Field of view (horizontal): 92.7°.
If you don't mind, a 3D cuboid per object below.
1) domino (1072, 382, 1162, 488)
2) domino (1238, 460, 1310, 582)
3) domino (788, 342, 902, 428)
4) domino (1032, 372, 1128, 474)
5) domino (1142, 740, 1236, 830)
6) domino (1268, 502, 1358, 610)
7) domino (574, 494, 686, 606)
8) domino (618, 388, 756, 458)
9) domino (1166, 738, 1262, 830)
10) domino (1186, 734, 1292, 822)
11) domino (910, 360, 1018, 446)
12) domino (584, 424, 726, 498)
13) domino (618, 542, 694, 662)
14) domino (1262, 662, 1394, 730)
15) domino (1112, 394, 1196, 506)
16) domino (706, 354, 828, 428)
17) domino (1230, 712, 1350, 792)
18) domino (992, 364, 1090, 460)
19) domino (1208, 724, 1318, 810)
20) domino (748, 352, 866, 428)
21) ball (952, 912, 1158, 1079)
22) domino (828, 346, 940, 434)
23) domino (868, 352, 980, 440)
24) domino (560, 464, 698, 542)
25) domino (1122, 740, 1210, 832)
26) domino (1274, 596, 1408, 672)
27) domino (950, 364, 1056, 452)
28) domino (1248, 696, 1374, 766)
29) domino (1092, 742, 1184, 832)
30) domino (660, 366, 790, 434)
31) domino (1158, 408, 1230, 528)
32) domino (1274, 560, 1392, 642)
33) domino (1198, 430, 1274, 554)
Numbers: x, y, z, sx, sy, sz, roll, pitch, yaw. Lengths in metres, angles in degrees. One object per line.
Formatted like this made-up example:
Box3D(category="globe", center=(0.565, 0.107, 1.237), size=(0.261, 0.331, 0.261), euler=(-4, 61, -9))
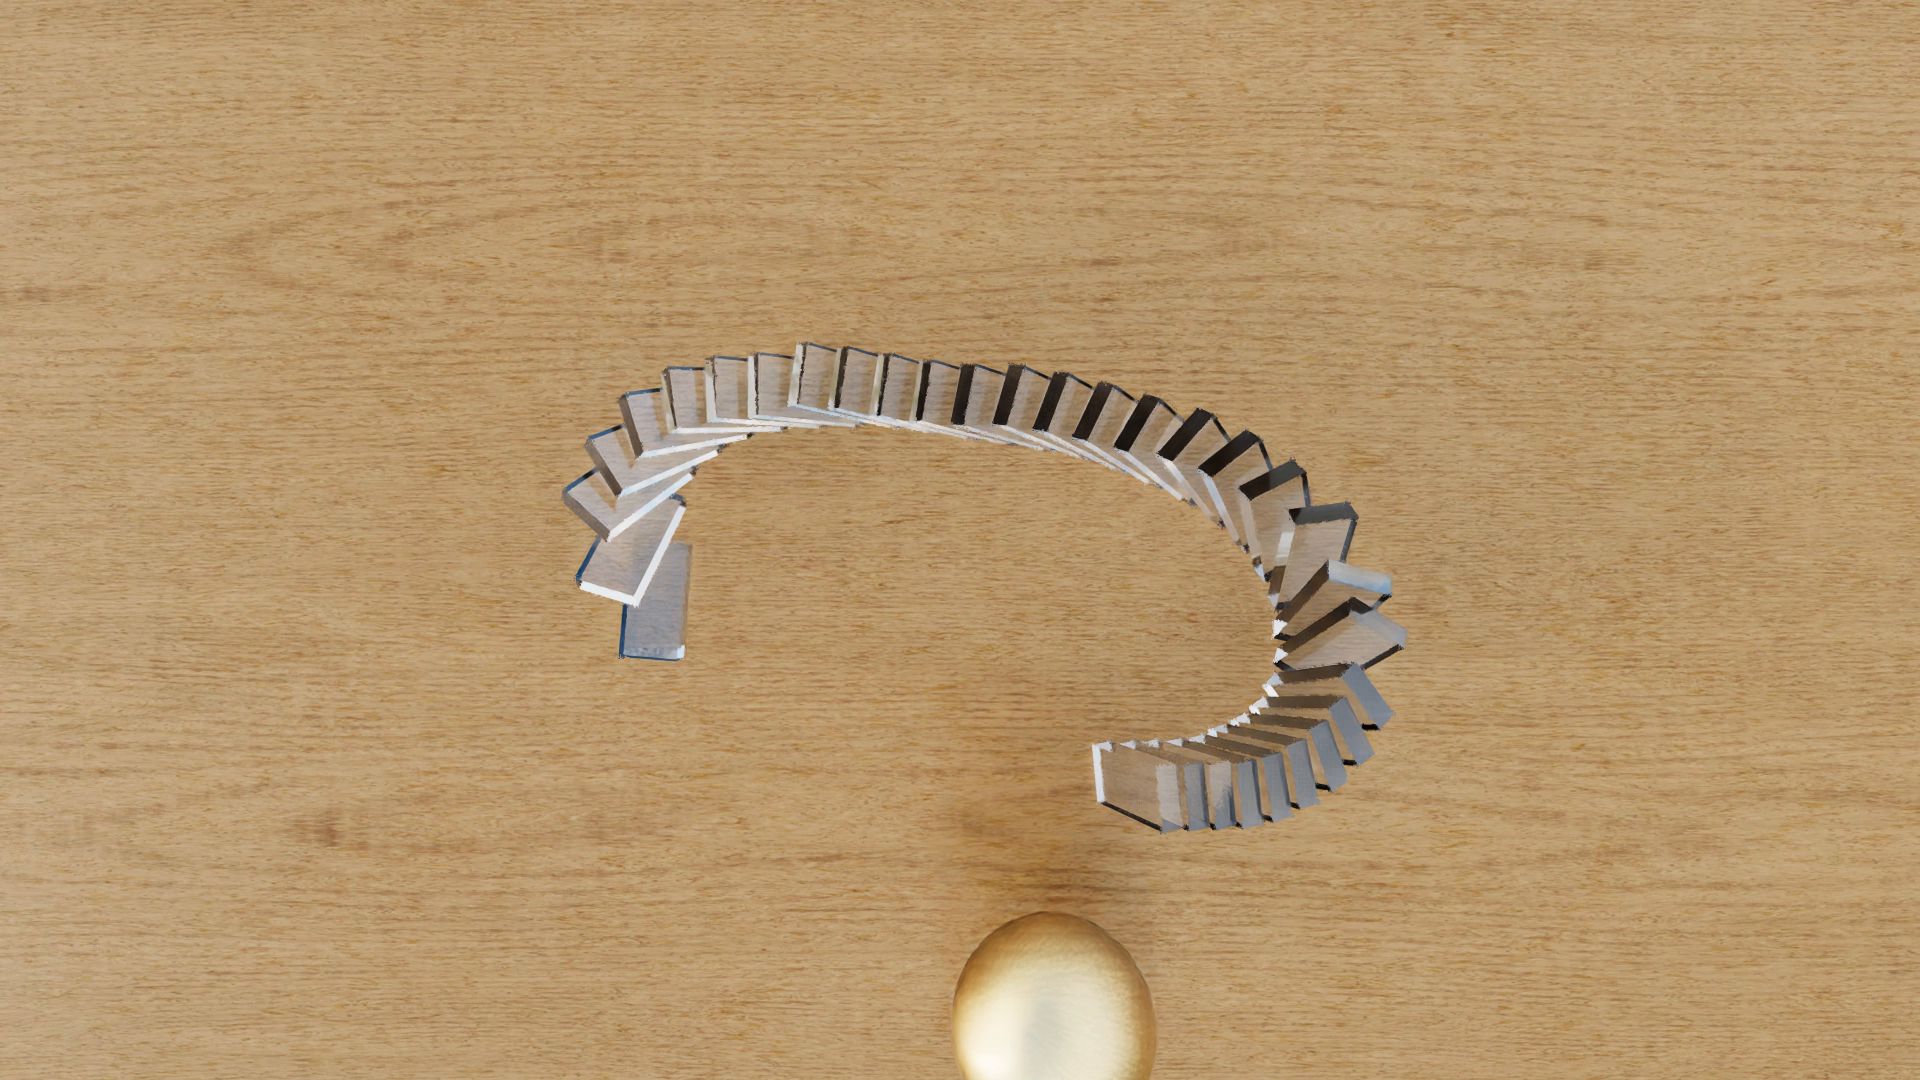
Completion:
Box3D(category="domino", center=(0.071, -0.043, 0.381), size=(0.050, 0.010, 0.025), euler=(26, 90, -36))
Box3D(category="domino", center=(0.132, -0.007, 0.380), size=(0.025, 0.010, 0.050), euler=(-27, 131, 0))
Box3D(category="domino", center=(-0.045, -0.064, 0.381), size=(0.050, 0.009, 0.025), euler=(8, 90, -37))
Box3D(category="domino", center=(0.055, -0.048, 0.381), size=(0.050, 0.010, 0.025), euler=(21, 90, -36))
Box3D(category="domino", center=(0.092, 0.099, 0.375), size=(0.009, 0.050, 0.025), euler=(-6, 90, -21))
Box3D(category="domino", center=(0.145, 0.007, 0.379), size=(0.025, 0.010, 0.050), euler=(-7, 134, -1))
Box3D(category="domino", center=(-0.137, 0.001, 0.383), size=(0.025, 0.009, 0.050), euler=(17, 60, 0))
Box3D(category="domino", center=(-0.113, -0.051, 0.380), size=(0.050, 0.010, 0.025), euler=(-17, 88, -39))
Box3D(category="domino", center=(0.102, 0.098, 0.375), size=(0.010, 0.050, 0.025), euler=(-6, 90, -21))
Box3D(category="domino", center=(0.113, 0.096, 0.375), size=(0.009, 0.050, 0.025), euler=(-9, 90, -21))
Box3D(category="domino", center=(0.004, -0.057, 0.382), size=(0.050, 0.010, 0.025), euler=(9, 90, -35))
Box3D(category="domino", center=(-0.126, -0.039, 0.380), size=(0.050, 0.009, 0.025), euler=(-32, 90, -40))
Box3D(category="domino", center=(-0.131, 0.026, 0.395), size=(0.025, 0.009, 0.050), euler=(5, 90, 0))
Box3D(category="domino", center=(0.149, 0.065, 0.375), size=(0.009, 0.050, 0.025), euler=(-36, 90, -22))
Box3D(category="domino", center=(0.088, -0.037, 0.381), size=(0.050, 0.010, 0.025), euler=(31, 90, -37))
Box3D(category="domino", center=(-0.080, -0.061, 0.381), size=(0.050, 0.009, 0.025), euler=(-1, 89, -38))
Box3D(category="domino", center=(0.133, 0.086, 0.375), size=(0.009, 0.050, 0.025), euler=(-20, 90, -21))
Box3D(category="domino", center=(0.038, -0.052, 0.381), size=(0.050, 0.010, 0.025), euler=(16, 90, -36))
Box3D(category="domino", center=(0.123, 0.092, 0.375), size=(0.009, 0.050, 0.025), euler=(-11, 90, -21))
Box3D(category="domino", center=(-0.063, -0.062, 0.381), size=(0.050, 0.010, 0.025), euler=(0, 90, -37))
Box3D(category="ball", center=(0.037, 0.189, 0.360), size=(0.080, 0.080, 0.080), euler=(0, 90, 0))
Box3D(category="domino", center=(-0.029, -0.062, 0.381), size=(0.050, 0.009, 0.025), euler=(9, 90, -37))
Box3D(category="domino", center=(-0.012, -0.059, 0.382), size=(0.050, 0.010, 0.025), euler=(9, 90, -36))
Box3D(category="domino", center=(-0.136, -0.024, 0.380), size=(0.025, 0.010, 0.050), euler=(42, 50, 0))
Box3D(category="domino", center=(0.082, 0.100, 0.375), size=(0.009, 0.050, 0.025), euler=(-6, 90, -21))
Box3D(category="domino", center=(0.155, 0.044, 0.377), size=(0.025, 0.050, 0.010), euler=(31, 54, -1))
Box3D(category="domino", center=(0.021, -0.054, 0.382), size=(0.050, 0.009, 0.025), euler=(11, 90, -35))
Box3D(category="domino", center=(0.143, 0.077, 0.375), size=(0.010, 0.050, 0.025), euler=(-27, 90, -21))
Box3D(category="domino", center=(0.072, 0.100, 0.375), size=(0.009, 0.050, 0.025), euler=(-6, 90, -21))
Box3D(category="domino", center=(-0.097, -0.058, 0.381), size=(0.050, 0.010, 0.025), euler=(-7, 88, -38))
Box3D(category="domino", center=(0.104, -0.029, 0.381), size=(0.025, 0.009, 0.050), euler=(-49, 129, 0))
Box3D(category="domino", center=(0.152, 0.028, 0.377), size=(0.025, 0.050, 0.010), euler=(15, 56, 0))
Box3D(category="domino", center=(0.119, -0.019, 0.381), size=(0.025, 0.009, 0.050), euler=(-38, 129, 0))
